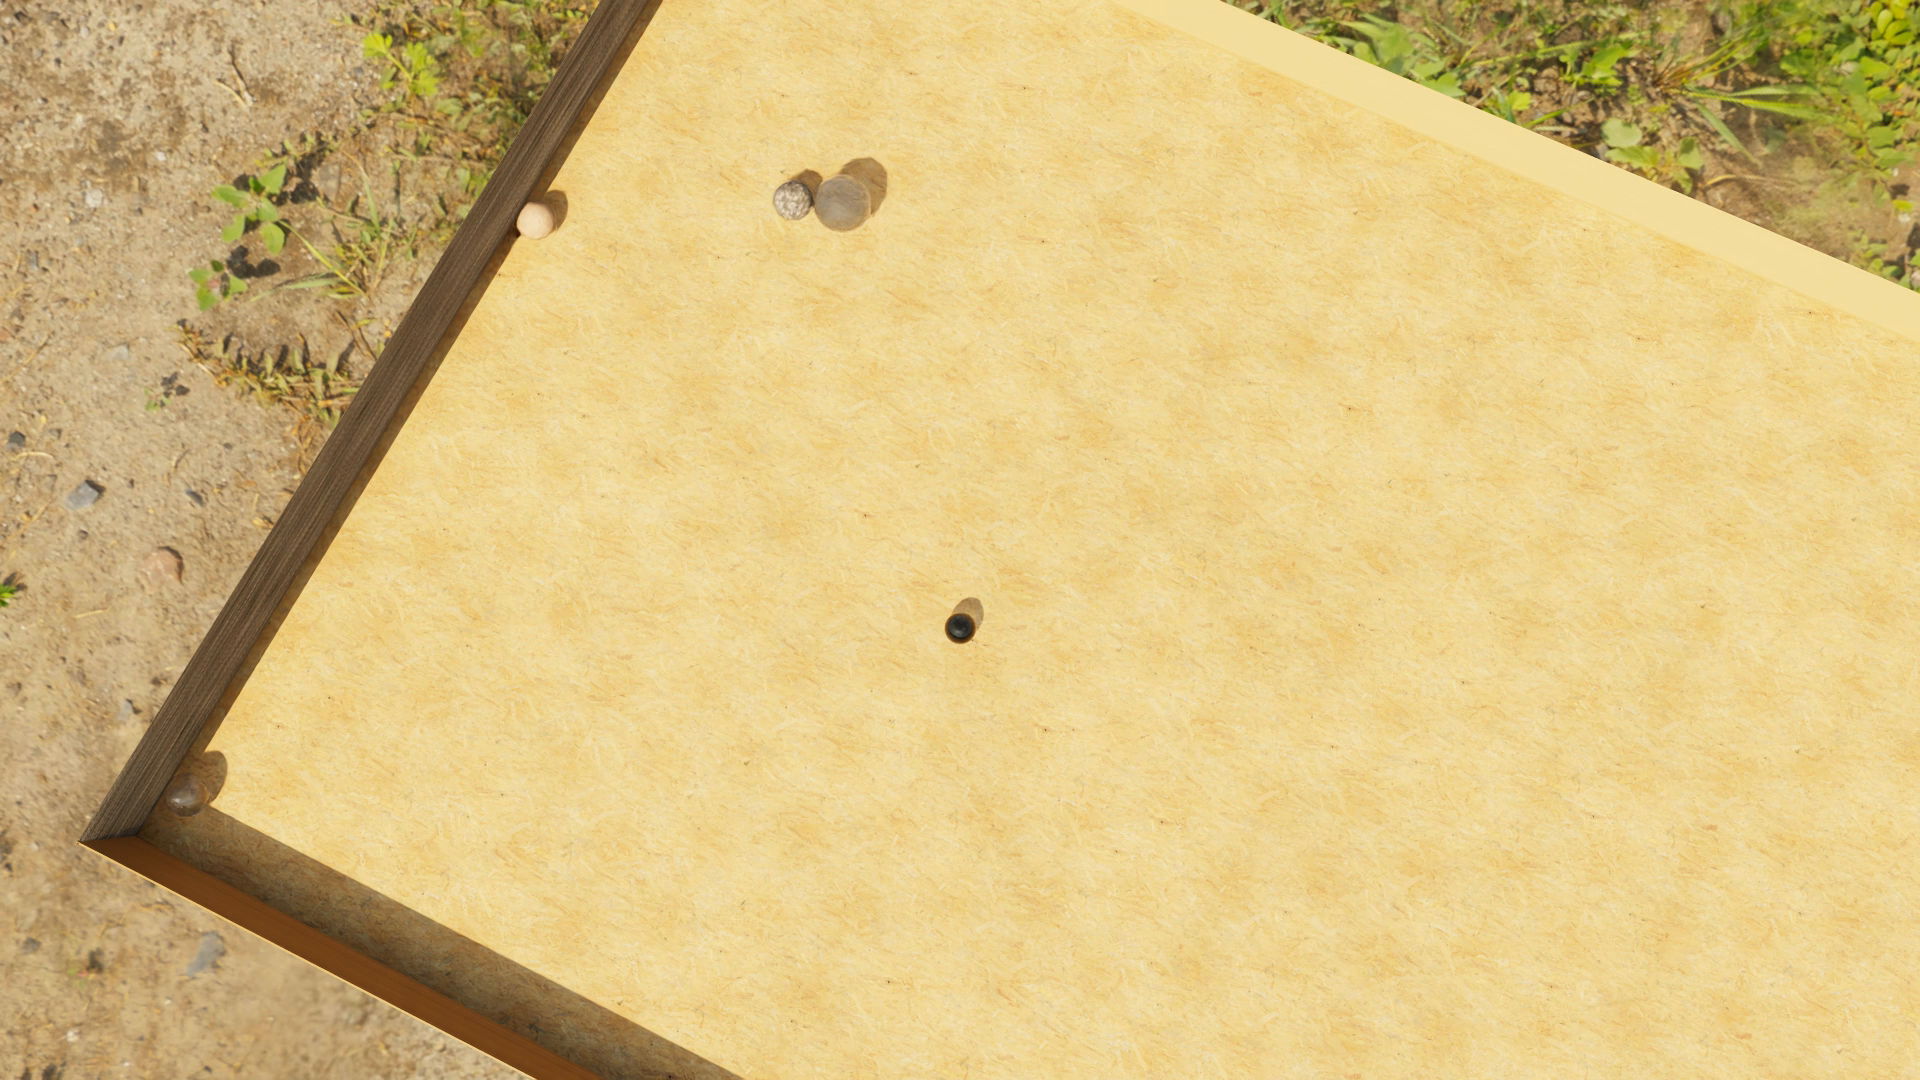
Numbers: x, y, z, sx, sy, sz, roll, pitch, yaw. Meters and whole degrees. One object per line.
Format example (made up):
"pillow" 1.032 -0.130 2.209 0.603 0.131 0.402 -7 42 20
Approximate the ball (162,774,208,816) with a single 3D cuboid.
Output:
"ball" -1.156 0.381 3.285 0.065 0.065 0.065 0 72 0

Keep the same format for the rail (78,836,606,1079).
"rail" 0.404 1.211 2.976 3.716 0.123 0.045 25 73 8

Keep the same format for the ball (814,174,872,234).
"ball" -0.191 -0.547 3.579 0.095 0.095 0.095 0 72 0

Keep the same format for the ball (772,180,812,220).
"ball" -0.274 -0.555 3.598 0.065 0.065 0.065 0 72 0

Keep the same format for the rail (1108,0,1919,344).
"rail" 1.264 -0.454 3.532 3.716 0.123 0.045 25 73 8

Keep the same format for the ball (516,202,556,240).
"ball" -0.692 -0.521 3.587 0.063 0.063 0.063 0 72 0

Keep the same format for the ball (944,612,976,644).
"ball" 0.000 0.136 3.375 0.050 0.050 0.050 0 72 0

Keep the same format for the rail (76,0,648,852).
"rail" -0.813 -0.387 3.509 0.045 0.123 2.002 25 73 8
